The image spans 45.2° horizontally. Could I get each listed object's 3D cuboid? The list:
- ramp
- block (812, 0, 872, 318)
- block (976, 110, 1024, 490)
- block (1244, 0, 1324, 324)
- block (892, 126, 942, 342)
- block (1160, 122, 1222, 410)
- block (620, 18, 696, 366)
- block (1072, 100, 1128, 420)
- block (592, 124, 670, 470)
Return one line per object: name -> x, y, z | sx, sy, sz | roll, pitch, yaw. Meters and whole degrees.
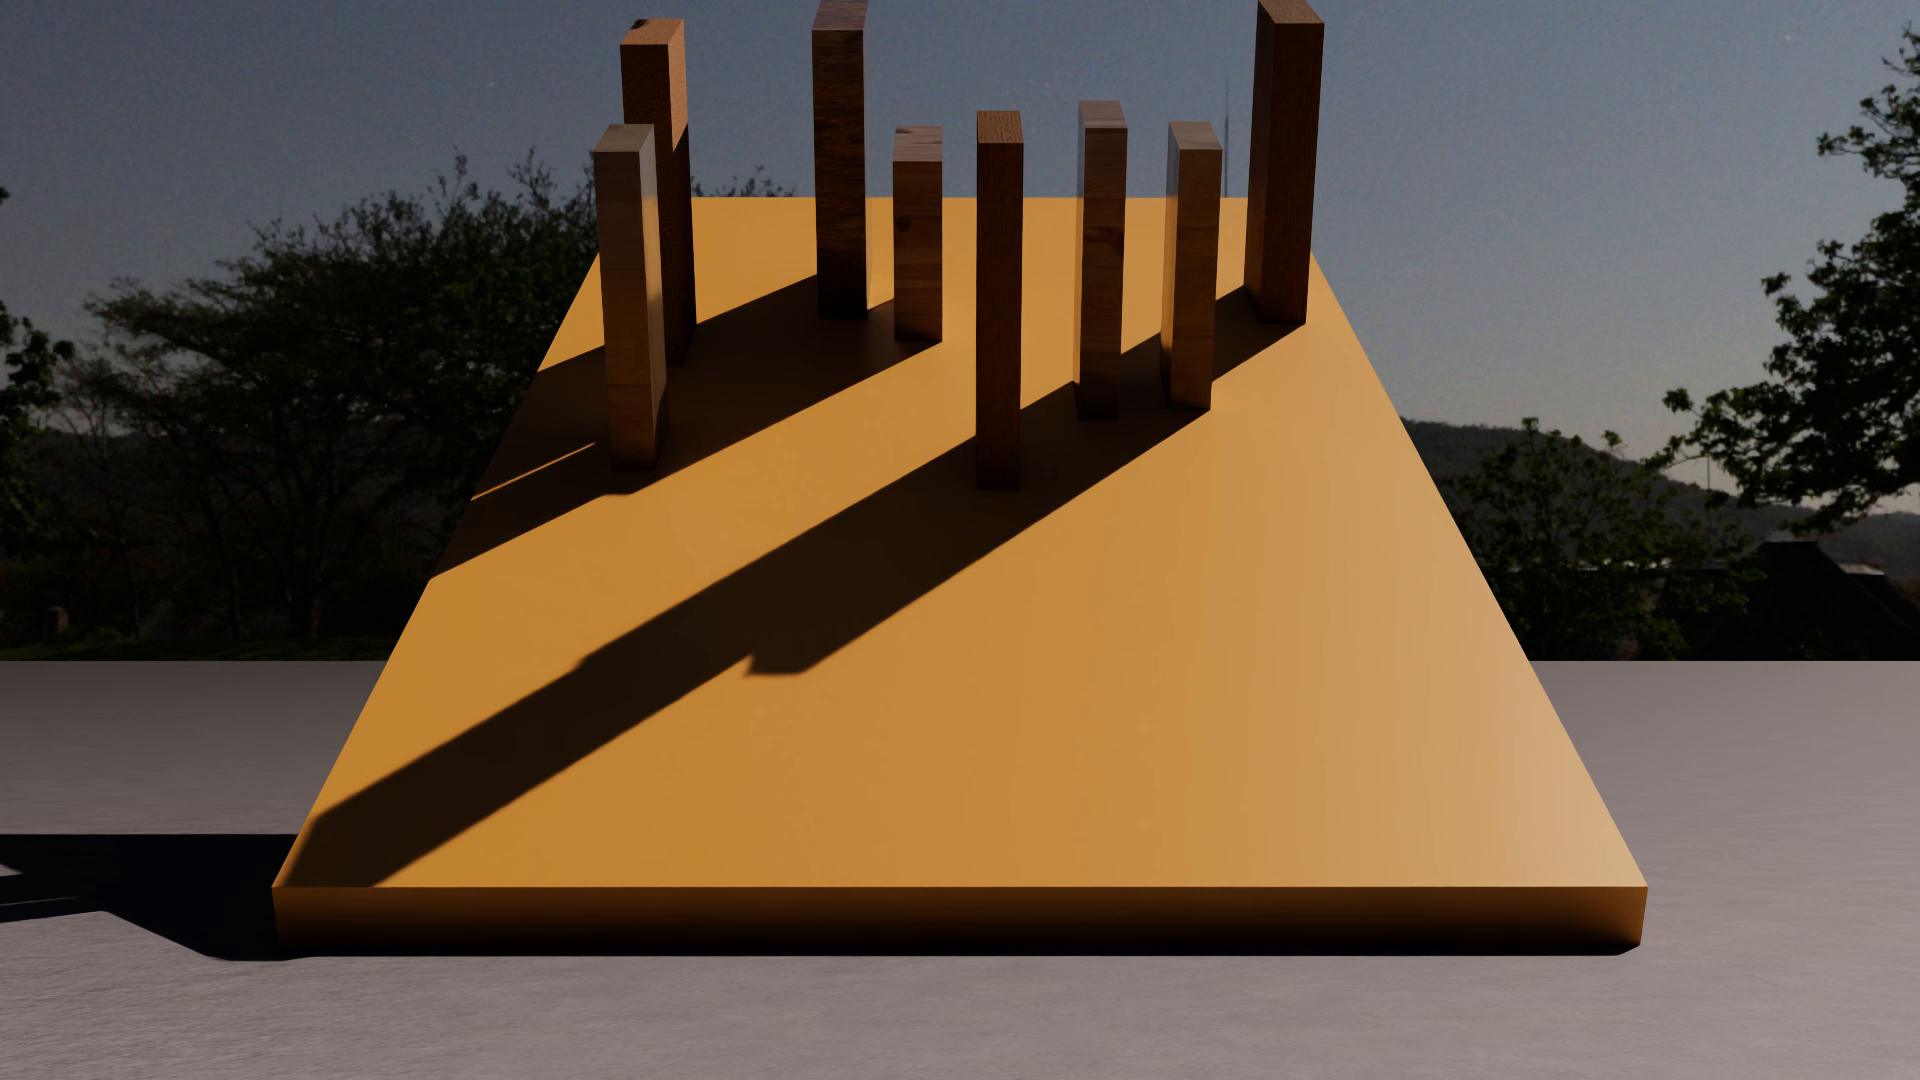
ramp -> -0.007, -0.224, 5.216 | 2.000, 0.100, 4.000 | 0, 23, 0
block -> -0.300, -0.990, 5.964 | 0.125, 0.731, 0.447 | 0, 23, 0
block -> 0.079, -0.498, 4.797 | 0.088, 0.729, 0.294 | 0, 23, 0
block -> 0.820, -0.966, 5.879 | 0.119, 0.756, 0.343 | 0, 23, 0
block -> -0.104, -0.776, 5.815 | 0.119, 0.453, 0.388 | 0, 23, 0
block -> 0.524, -0.627, 5.272 | 0.093, 0.601, 0.277 | 0, 23, 0
block -> -0.720, -0.836, 5.548 | 0.109, 0.768, 0.328 | 0, 23, 0
block -> 0.312, -0.629, 5.193 | 0.091, 0.664, 0.280 | 0, 23, 0
block -> -0.693, -0.514, 4.887 | 0.093, 0.685, 0.252 | 0, 23, 0
